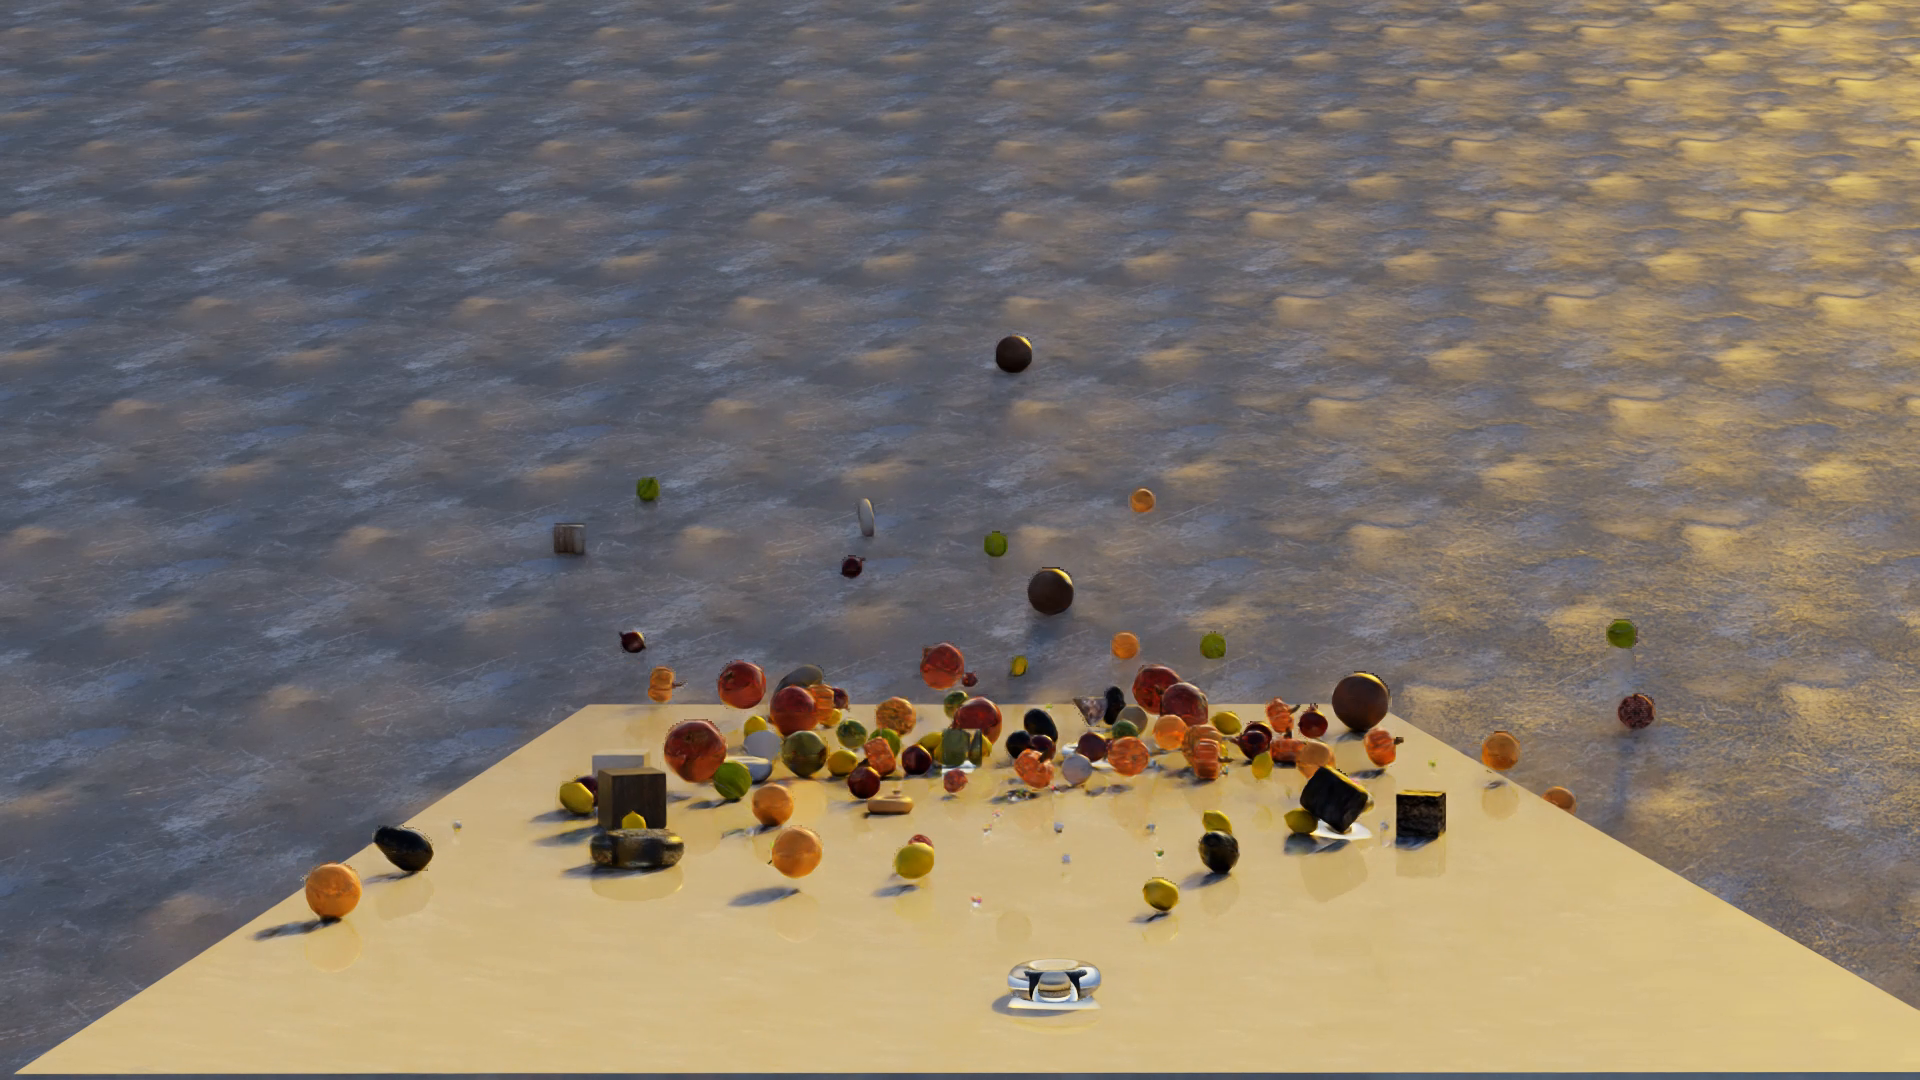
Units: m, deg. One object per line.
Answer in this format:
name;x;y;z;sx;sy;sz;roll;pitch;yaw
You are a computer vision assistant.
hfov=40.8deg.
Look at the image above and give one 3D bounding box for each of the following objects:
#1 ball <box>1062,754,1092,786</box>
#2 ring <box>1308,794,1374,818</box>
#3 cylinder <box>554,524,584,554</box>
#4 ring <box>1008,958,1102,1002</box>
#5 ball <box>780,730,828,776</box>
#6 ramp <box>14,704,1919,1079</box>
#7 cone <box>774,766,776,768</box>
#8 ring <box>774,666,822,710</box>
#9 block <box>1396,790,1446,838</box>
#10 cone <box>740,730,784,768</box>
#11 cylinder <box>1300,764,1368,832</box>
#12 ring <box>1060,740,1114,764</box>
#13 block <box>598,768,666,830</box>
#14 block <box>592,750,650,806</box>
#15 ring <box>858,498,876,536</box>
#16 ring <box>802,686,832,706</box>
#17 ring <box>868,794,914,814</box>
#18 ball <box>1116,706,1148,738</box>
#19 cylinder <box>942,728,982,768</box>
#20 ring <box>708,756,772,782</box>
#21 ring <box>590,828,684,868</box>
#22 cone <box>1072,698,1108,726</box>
ball;0.222;0.435;4.886;0.059;0.059;0.059;0;25;0
ring;0.645;0.450;4.380;0.117;0.039;0.117;-4;-11;-1
cylinder;-1.144;-0.004;7.549;0.084;0.084;0.084;2;25;-10
ring;0.107;0.501;2.934;0.108;0.036;0.108;-1;1;0
ball;-0.304;0.415;5.023;0.091;0.091;0.091;0;25;0
ramp;0.058;0.523;4.562;2.000;0.100;4.000;0;2;0
cone;-0.397;0.428;5.182;0.056;0.056;0.056;0;2;0
ring;-0.399;0.365;6.357;0.139;0.139;0.046;-21;59;-37
block;0.757;0.448;4.230;0.068;0.068;0.068;1;2;21
cone;-0.389;0.439;5.095;0.090;0.090;0.090;-2;28;-4
cylinder;0.612;0.423;4.220;0.080;0.080;0.080;34;39;25
ring;0.262;0.435;5.284;0.112;0.037;0.112;-1;3;0
block;-0.550;0.434;4.324;0.093;0.093;0.093;-1;2;-22
block;-0.607;0.426;4.623;0.092;0.092;0.092;0;2;1
ring;-0.278;-0.066;7.640;0.039;0.118;0.118;-11;27;-5
ring;-0.392;0.396;6.543;0.138;0.046;0.138;1;2;0
ring;-0.121;0.462;4.499;0.081;0.027;0.081;-1;2;0
ball;0.384;0.405;5.757;0.070;0.070;0.070;0;25;0
cylinder;0.003;0.418;5.172;0.077;0.077;0.077;1;25;-3
ring;-0.425;0.442;4.967;0.124;0.041;0.124;0;0;0
ring;-0.490;0.468;3.917;0.143;0.048;0.143;1;0;0
cone;0.288;0.381;5.955;0.076;0.076;0.076;28;16;-23
